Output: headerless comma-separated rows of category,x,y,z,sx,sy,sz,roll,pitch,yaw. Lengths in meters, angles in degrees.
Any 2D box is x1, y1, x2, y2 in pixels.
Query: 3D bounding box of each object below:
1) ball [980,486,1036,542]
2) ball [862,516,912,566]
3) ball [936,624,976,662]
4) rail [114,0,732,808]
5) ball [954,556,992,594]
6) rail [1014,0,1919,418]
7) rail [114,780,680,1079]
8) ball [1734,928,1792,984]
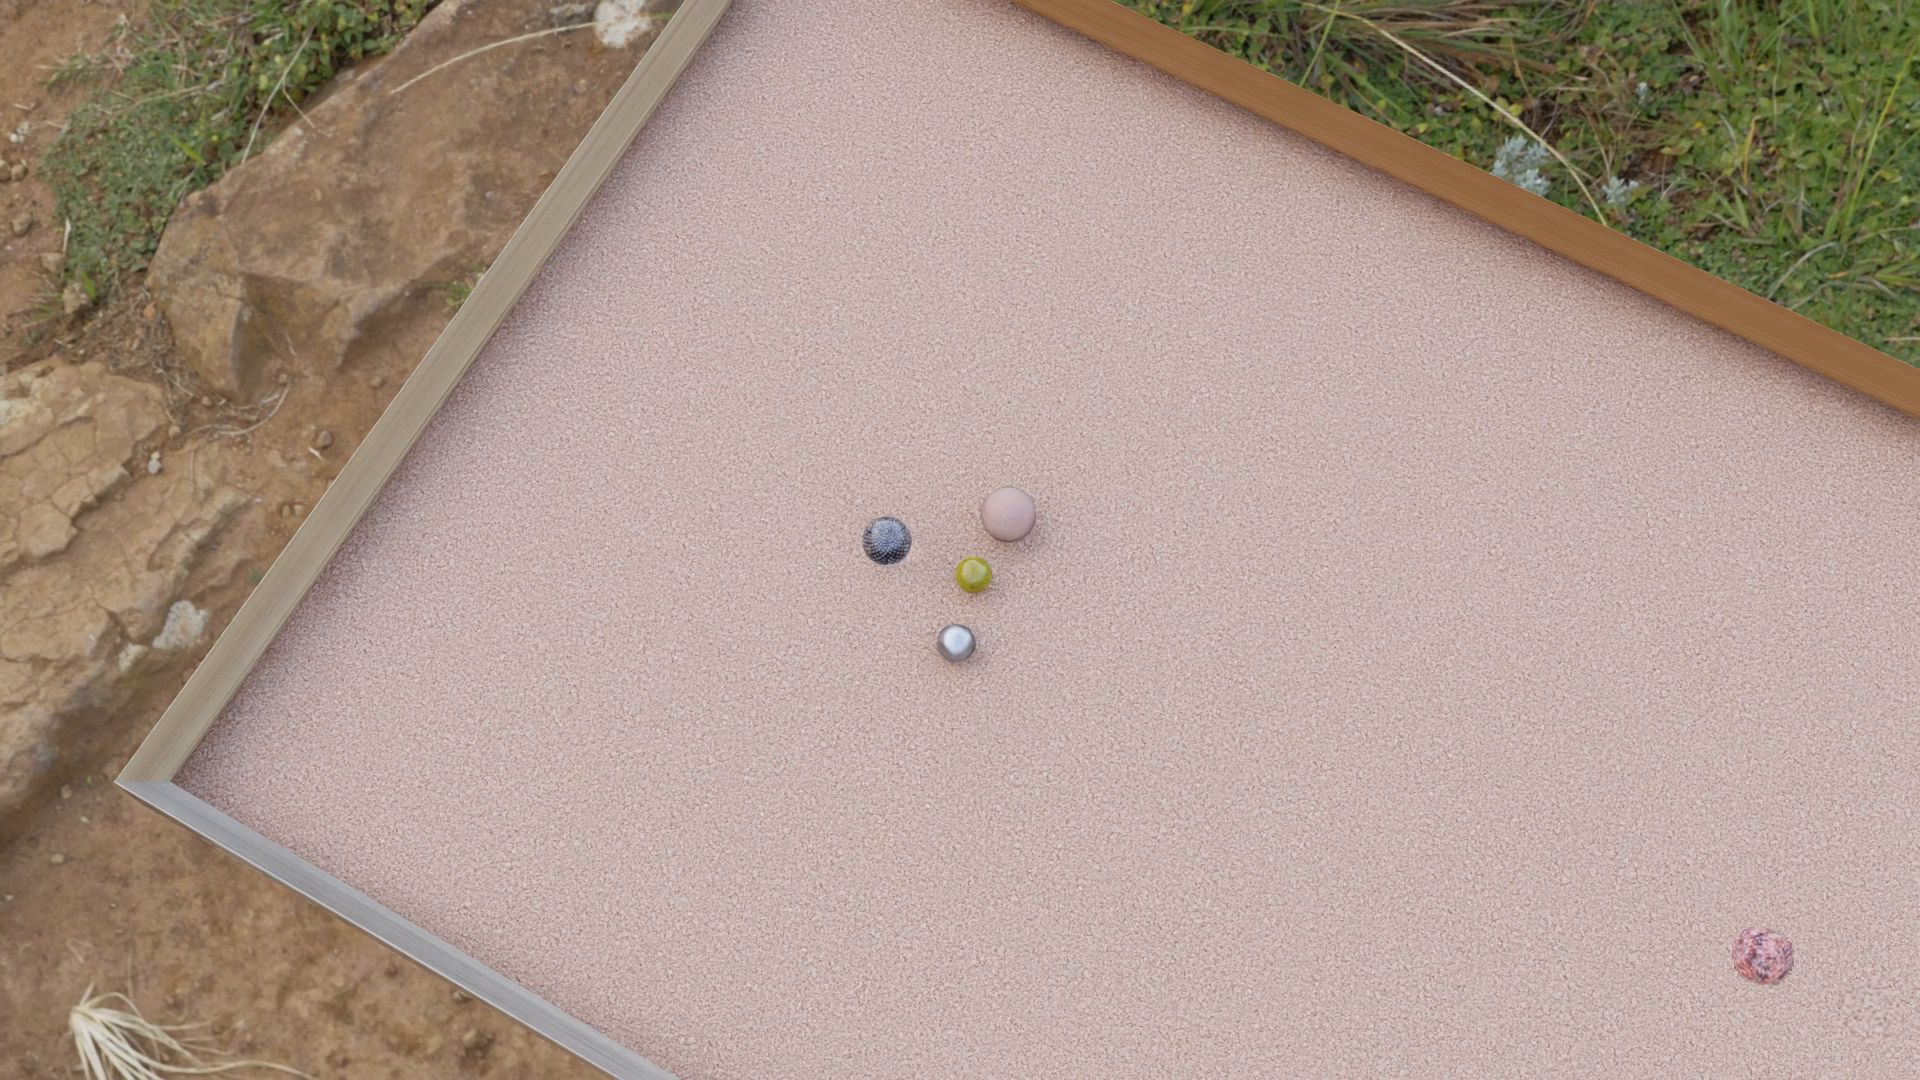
ball,0.077,-0.041,3.509,0.089,0.089,0.089,0,67,0
ball,-0.116,0.002,3.496,0.080,0.080,0.080,0,67,0
ball,-0.006,0.162,3.440,0.061,0.061,0.061,0,67,0
rail,-0.758,-0.399,3.642,0.045,0.115,1.963,27,70,11
ball,0.021,0.055,3.485,0.059,0.059,0.059,0,67,0
rail,1.245,-0.380,3.634,3.567,0.115,0.045,27,70,11
rail,0.312,1.165,2.992,3.567,0.115,0.045,27,70,11
ball,1.184,0.613,3.241,0.081,0.081,0.081,0,67,0
